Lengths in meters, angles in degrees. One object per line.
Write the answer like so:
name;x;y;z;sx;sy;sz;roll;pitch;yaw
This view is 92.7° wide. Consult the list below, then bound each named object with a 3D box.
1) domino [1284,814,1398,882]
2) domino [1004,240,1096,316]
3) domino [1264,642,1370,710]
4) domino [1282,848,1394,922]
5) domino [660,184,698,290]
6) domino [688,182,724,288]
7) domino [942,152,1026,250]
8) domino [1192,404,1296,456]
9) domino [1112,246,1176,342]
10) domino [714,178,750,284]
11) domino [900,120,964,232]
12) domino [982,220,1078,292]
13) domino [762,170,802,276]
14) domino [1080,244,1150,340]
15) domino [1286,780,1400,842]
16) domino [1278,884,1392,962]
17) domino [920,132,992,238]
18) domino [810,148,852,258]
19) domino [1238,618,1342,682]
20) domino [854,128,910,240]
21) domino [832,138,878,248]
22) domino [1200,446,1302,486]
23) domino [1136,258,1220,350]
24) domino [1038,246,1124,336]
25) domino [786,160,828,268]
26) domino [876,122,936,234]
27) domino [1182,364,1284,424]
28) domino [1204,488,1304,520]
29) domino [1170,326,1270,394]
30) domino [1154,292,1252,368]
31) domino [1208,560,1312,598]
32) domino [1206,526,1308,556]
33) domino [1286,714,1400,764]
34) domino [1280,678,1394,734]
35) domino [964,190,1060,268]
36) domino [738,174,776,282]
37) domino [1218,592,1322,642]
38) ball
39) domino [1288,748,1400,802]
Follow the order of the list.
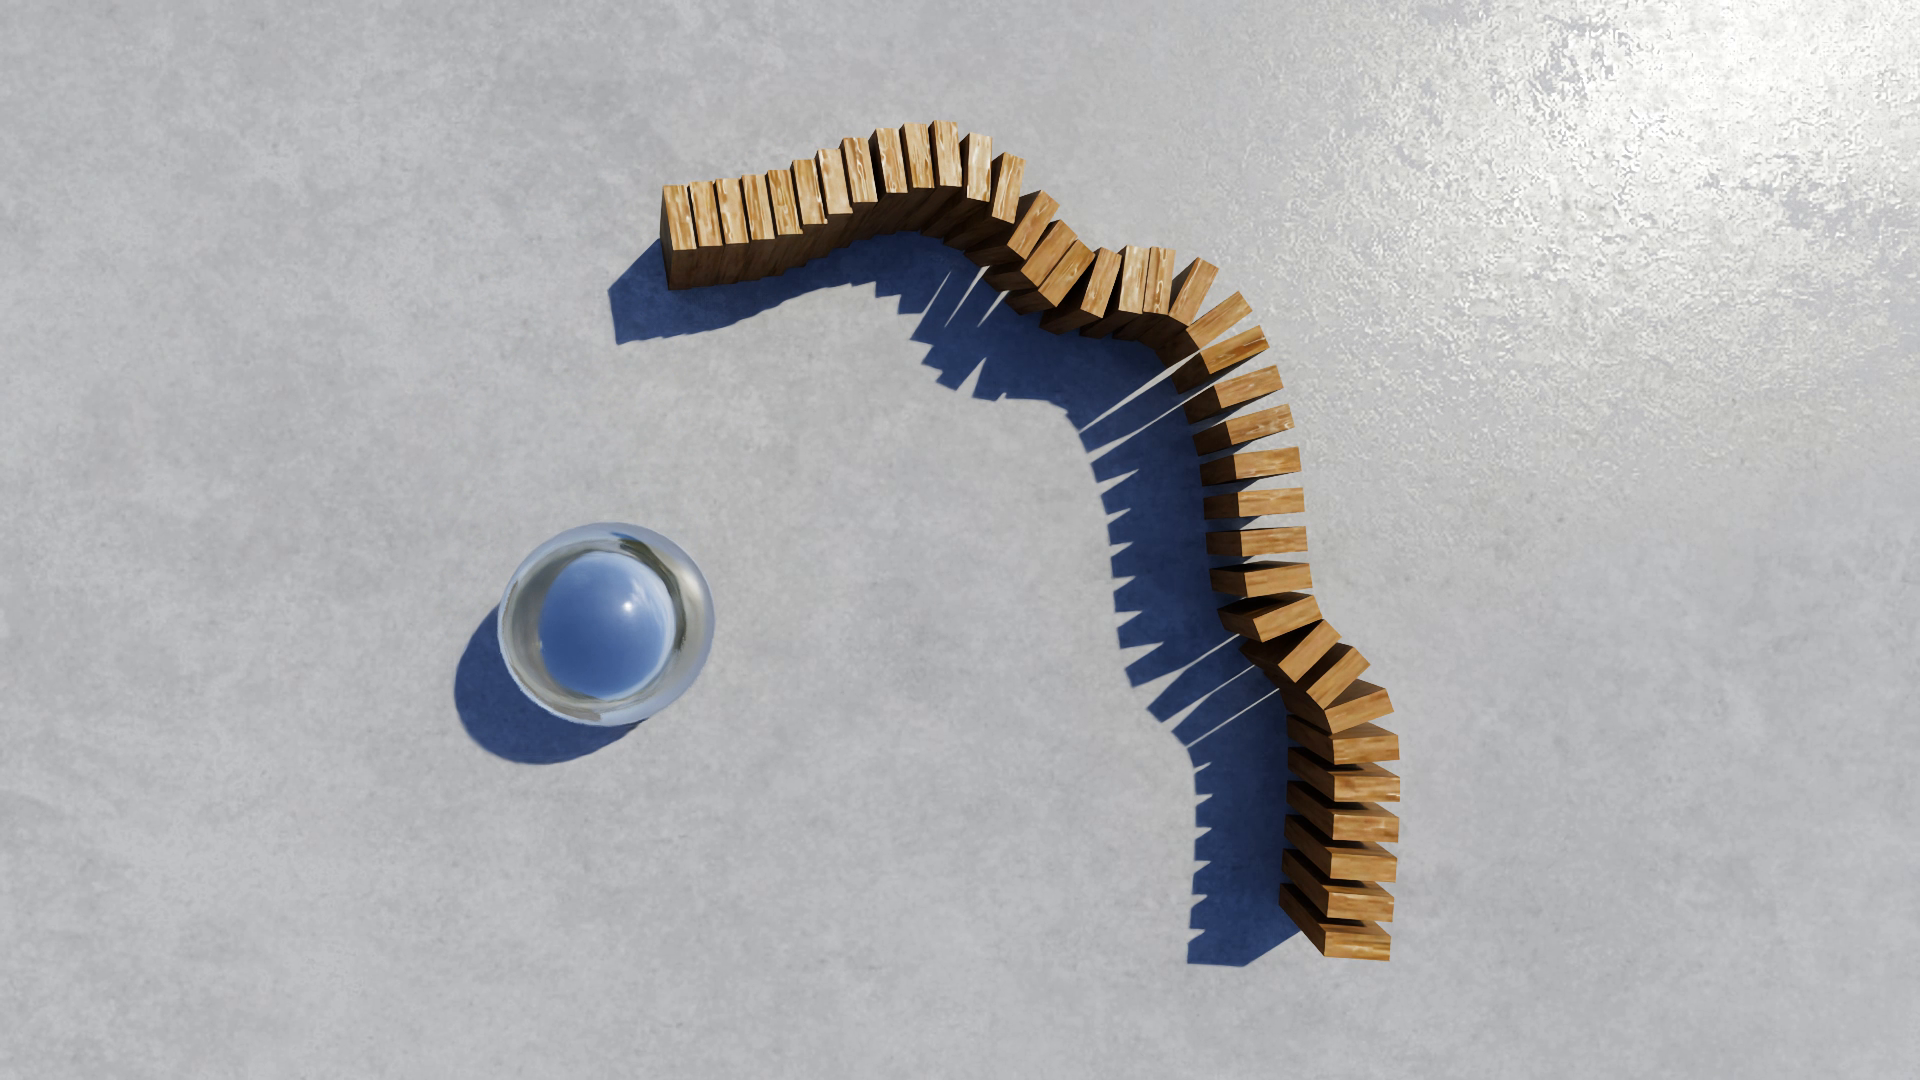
domino;0.154;0.125;0.375;0.025;0.050;0.010;4;90;0
domino;0.036;-0.106;0.375;0.010;0.050;0.025;38;90;-16
domino;0.145;0.053;0.375;0.025;0.050;0.010;-43;90;0
domino;0.153;0.140;0.375;0.025;0.050;0.009;5;90;0
domino;-0.115;-0.122;0.375;0.009;0.050;0.025;-9;90;-20
domino;-0.105;-0.124;0.375;0.009;0.050;0.025;-9;90;-20
domino;0.009;-0.137;0.375;0.009;0.050;0.025;11;90;-24
domino;0.115;-0.044;0.375;0.025;0.050;0.009;-16;90;0
domino;0.074;-0.099;0.375;0.009;0.050;0.025;7;90;-4
domino;-0.095;-0.125;0.375;0.010;0.050;0.025;-9;90;-20
domino;-0.014;-0.148;0.375;0.009;0.050;0.025;-6;90;-24
domino;0.027;-0.115;0.375;0.010;0.050;0.025;38;90;-21
domino;-0.075;-0.128;0.375;0.010;0.050;0.025;-9;90;-20
domino;0.062;-0.100;0.375;0.009;0.050;0.025;7;90;-10
domino;0.155;0.110;0.375;0.025;0.050;0.009;3;90;0
domino;0.152;0.155;0.375;0.025;0.050;0.010;4;90;0
domino;-0.002;-0.144;0.375;0.010;0.050;0.025;2;90;-23
domino;-0.056;-0.136;0.375;0.009;0.050;0.025;-9;90;-20
domino;0.134;0.042;0.375;0.025;0.050;0.010;-45;90;0
domino;-0.036;-0.144;0.375;0.010;0.050;0.025;-9;90;-23
domino;-0.047;-0.141;0.375;0.010;0.050;0.025;-9;90;-20
domino;0.118;-0.030;0.375;0.025;0.050;0.009;-7;90;0
domino;0.088;-0.095;0.375;0.010;0.050;0.025;27;90;-3
domino;0.048;-0.101;0.375;0.009;0.050;0.025;19;90;-15
domino;-0.066;-0.132;0.375;0.009;0.050;0.025;-9;90;-20
domino;-0.025;-0.146;0.375;0.009;0.050;0.025;-8;90;-24
domino;0.110;-0.059;0.375;0.025;0.050;0.010;-18;90;0
domino;0.119;-0.015;0.375;0.025;0.050;0.009;-4;90;0
domino;0.105;-0.073;0.375;0.025;0.050;0.009;-24;90;0
domino;0.098;-0.085;0.375;0.025;0.050;0.010;-36;93;0
domino;0.122;0.015;0.375;0.025;0.050;0.009;-9;90;0
domino;0.120;0.000;0.375;0.025;0.050;0.010;-5;90;0
domino;0.155;0.080;0.375;0.025;0.050;0.009;-4;90;0
domino;0.153;0.065;0.375;0.025;0.050;0.010;-20;90;0
domino;0.020;-0.126;0.375;0.010;0.050;0.025;32;90;-23
domino;-0.085;-0.126;0.375;0.009;0.050;0.025;-9;90;-20
domino;0.125;0.030;0.375;0.025;0.050;0.010;-22;90;0
ball;-0.137;0.033;0.360;0.080;0.080;0.080;0;90;0
domino;0.156;0.095;0.375;0.025;0.050;0.009;1;90;0
